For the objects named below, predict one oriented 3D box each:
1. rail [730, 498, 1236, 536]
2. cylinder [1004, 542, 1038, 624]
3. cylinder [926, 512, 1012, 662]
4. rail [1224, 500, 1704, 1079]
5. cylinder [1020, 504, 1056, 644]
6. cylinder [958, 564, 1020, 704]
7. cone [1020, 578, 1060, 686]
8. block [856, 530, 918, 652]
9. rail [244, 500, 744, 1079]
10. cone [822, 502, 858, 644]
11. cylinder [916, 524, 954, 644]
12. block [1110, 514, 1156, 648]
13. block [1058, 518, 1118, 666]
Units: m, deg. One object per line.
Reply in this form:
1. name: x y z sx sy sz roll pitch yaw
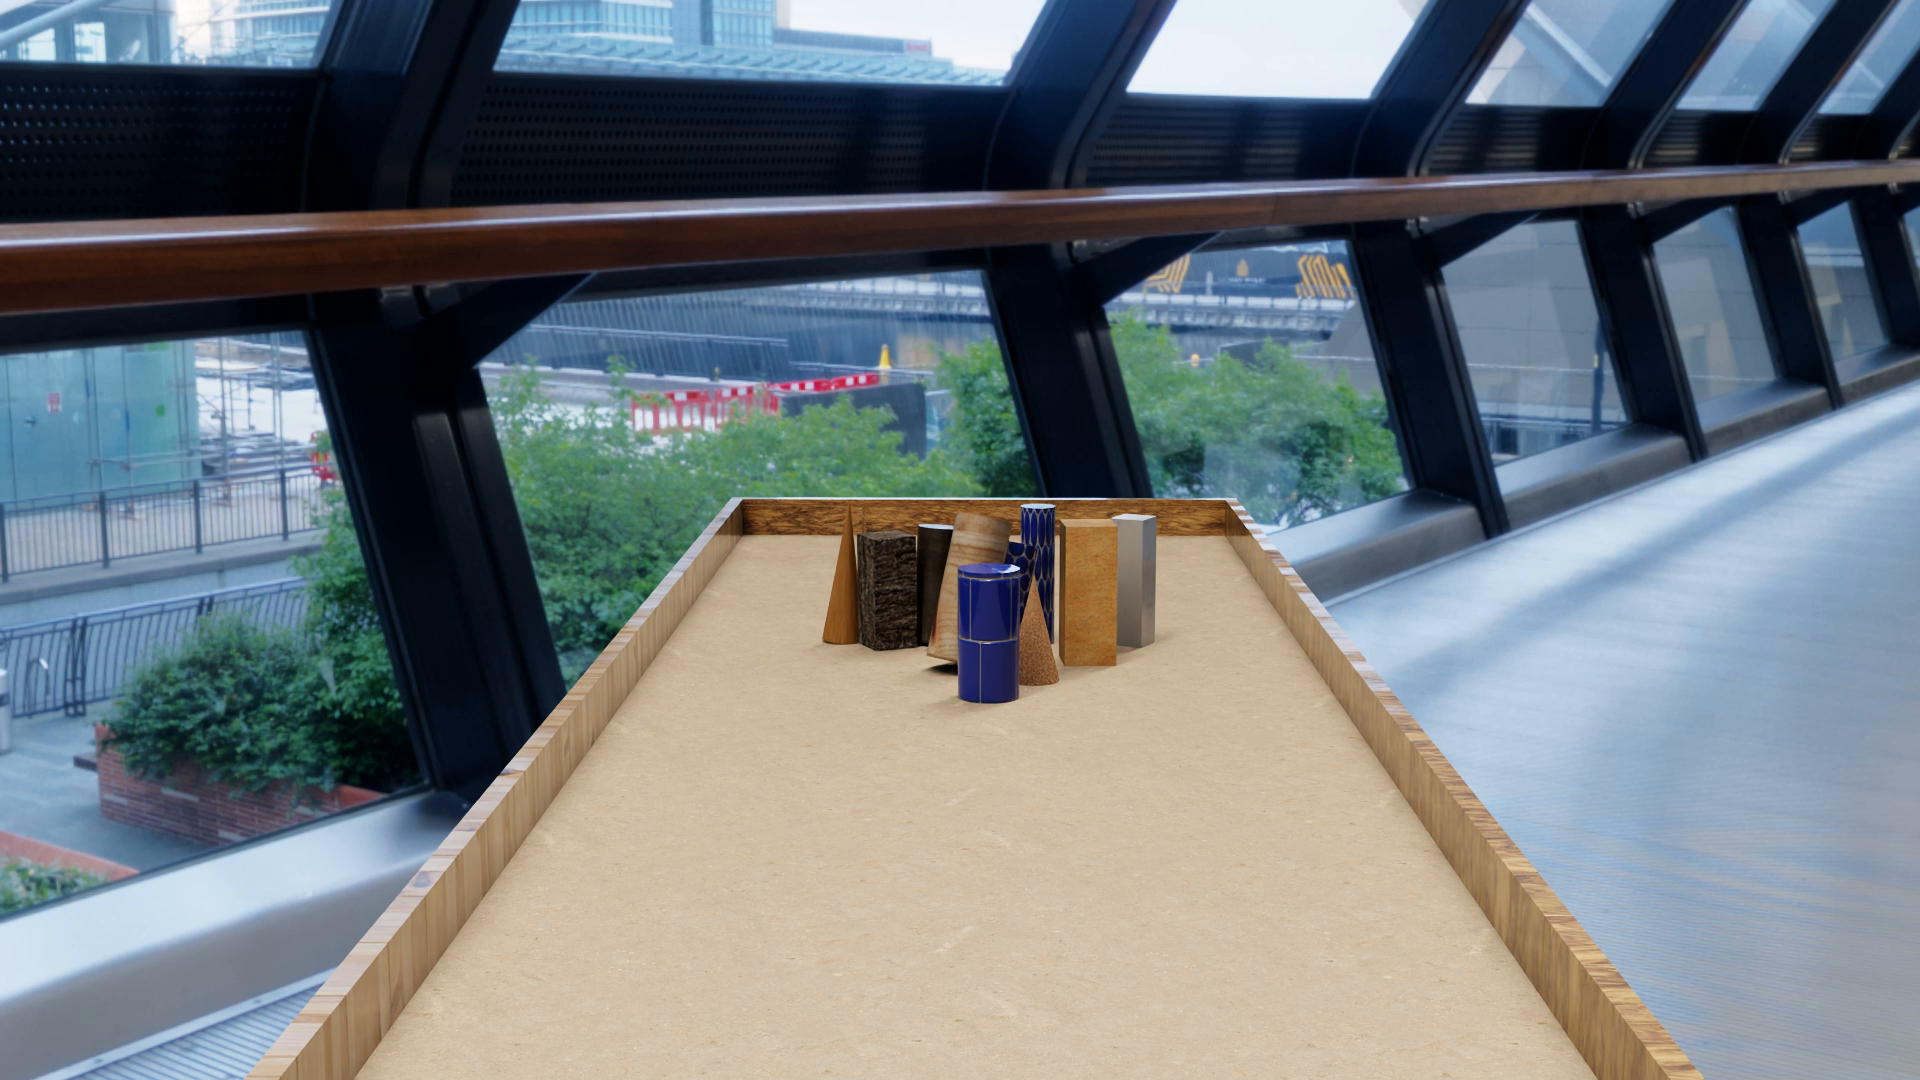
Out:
1. rail: 0.099 -0.098 9.147 2.100 0.150 0.050 0 9 1
2. cylinder: 0.125 0.176 6.710 0.179 0.333 0.179 10 -5 1
3. cylinder: 0.028 0.149 6.567 0.171 0.439 0.171 12 -4 1
4. rail: 1.046 0.843 3.208 0.050 0.150 12.000 0 9 1
5. cylinder: 0.245 0.109 6.928 0.108 0.436 0.108 0 9 0
6. cylinder: 0.081 0.261 6.183 0.174 0.369 0.174 0 9 0
7. cone: 0.214 0.254 6.402 0.153 0.315 0.153 0 9 0
8. block: -0.228 0.158 6.889 0.140 0.351 0.140 -5 10 -25
9. rail: -1.004 0.839 3.234 0.050 0.150 12.000 0 9 1
10. cone: -0.359 0.092 6.958 0.134 0.454 0.134 3 9 0
11. cylinder: -0.070 0.138 6.945 0.148 0.362 0.148 4 5 0
12. block: 0.544 0.127 6.916 0.108 0.403 0.108 5 10 27
13. block: 0.387 0.158 6.658 0.156 0.424 0.156 -1 9 -4
